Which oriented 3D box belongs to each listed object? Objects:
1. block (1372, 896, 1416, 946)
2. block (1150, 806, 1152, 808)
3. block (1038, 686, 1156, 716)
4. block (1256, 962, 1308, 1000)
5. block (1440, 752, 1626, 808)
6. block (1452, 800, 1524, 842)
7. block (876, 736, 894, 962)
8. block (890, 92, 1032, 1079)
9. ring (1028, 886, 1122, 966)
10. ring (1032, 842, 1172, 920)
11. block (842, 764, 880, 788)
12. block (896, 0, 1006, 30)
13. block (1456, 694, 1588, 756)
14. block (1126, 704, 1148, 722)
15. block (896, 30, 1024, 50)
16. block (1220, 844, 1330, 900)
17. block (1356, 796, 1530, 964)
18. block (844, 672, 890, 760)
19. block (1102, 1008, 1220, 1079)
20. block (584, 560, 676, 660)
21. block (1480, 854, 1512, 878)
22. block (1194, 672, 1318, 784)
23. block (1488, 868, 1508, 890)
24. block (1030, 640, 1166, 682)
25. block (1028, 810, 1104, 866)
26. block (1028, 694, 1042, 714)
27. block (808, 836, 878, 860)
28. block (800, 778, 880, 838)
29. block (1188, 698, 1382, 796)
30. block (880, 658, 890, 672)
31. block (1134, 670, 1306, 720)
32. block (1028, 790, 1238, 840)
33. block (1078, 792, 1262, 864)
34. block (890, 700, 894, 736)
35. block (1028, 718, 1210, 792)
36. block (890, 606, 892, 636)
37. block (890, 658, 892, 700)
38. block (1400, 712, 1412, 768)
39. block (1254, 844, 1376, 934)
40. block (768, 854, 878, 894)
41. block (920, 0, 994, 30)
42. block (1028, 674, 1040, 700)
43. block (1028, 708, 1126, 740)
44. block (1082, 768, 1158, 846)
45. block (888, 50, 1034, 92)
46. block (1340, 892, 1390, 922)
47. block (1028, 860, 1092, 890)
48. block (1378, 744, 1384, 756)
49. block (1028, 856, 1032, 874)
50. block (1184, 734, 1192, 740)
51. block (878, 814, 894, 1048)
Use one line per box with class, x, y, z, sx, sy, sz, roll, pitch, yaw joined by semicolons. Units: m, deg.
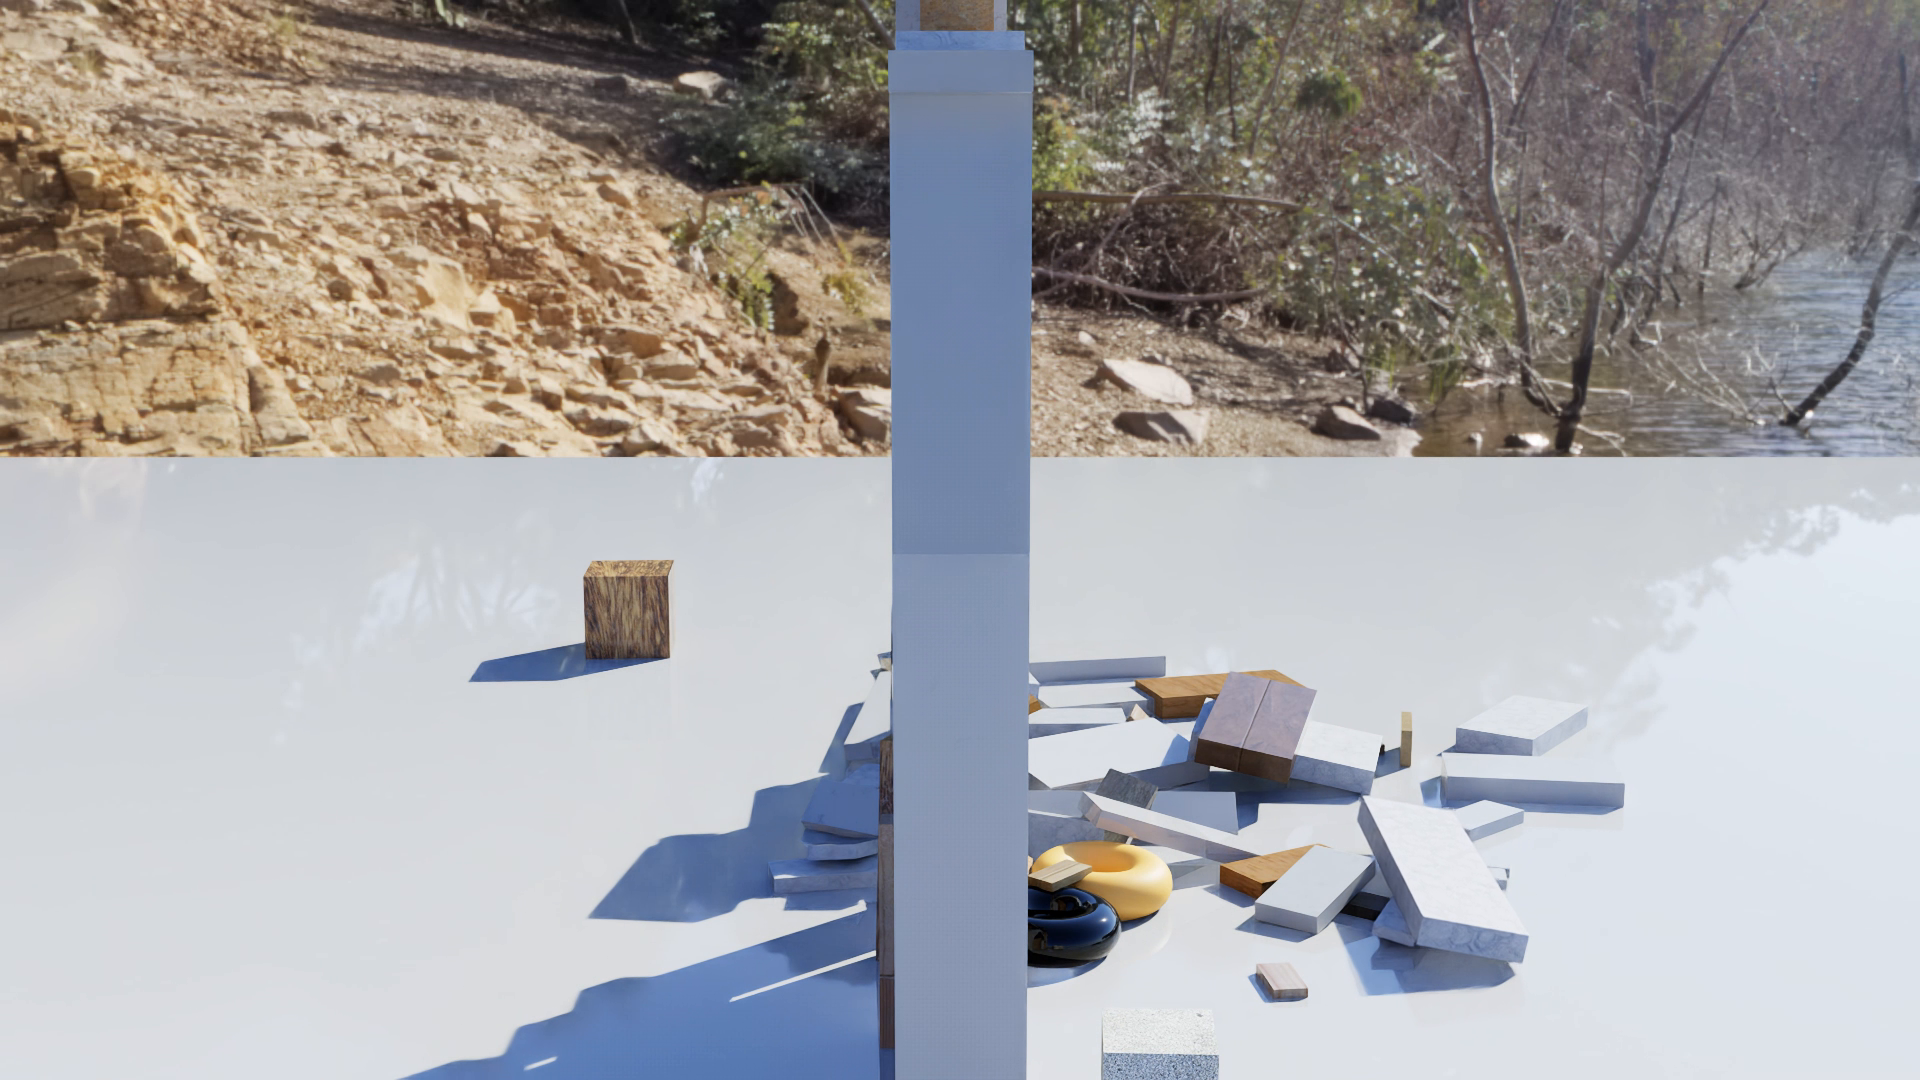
block;0.700;0.600;3.473;0.067;0.019;0.133;15;18;21
block;0.272;0.490;3.912;0.159;0.067;0.019;-23;58;-22
block;0.293;0.360;4.816;0.240;0.034;0.120;-3;11;-17
block;0.479;0.656;3.275;0.052;0.015;0.103;-1;11;-7
block;1.099;0.461;4.237;0.327;0.046;0.163;2;11;8
block;0.944;0.513;4.017;0.172;0.024;0.086;-10;14;-42
block;-0.036;0.475;3.346;0.171;0.341;0.048;3;5;15
block;0.001;0.133;2.589;0.159;1.293;0.045;0;11;0
ring;0.138;0.599;3.419;0.225;0.075;0.225;1;11;0
ring;0.232;0.560;3.618;0.235;0.078;0.235;1;11;0
block;-0.173;0.468;4.265;0.079;0.022;0.158;3;11;17
block;-0.013;-0.814;3.073;0.155;0.310;0.044;0;11;-1
block;1.180;0.392;4.610;0.163;0.046;0.327;7;13;34
block;0.380;0.382;4.660;0.014;0.050;0.101;-43;0;15
block;0.000;-0.637;2.878;0.160;0.045;0.319;0;11;0
block;0.562;0.562;3.732;0.220;0.031;0.110;-6;12;-31
block;0.781;0.547;3.610;0.163;0.046;0.595;10;11;-1
block;-0.144;0.363;4.659;0.120;0.034;0.541;-6;11;7
block;0.250;0.685;2.772;0.141;0.141;0.141;1;11;3
block;-0.806;0.168;5.385;0.203;0.203;0.203;-1;11;-3
block;0.887;0.559;3.789;0.120;0.017;0.060;3;11;17
block;0.578;0.360;4.273;0.178;0.050;0.356;12;21;13
block;0.863;0.571;3.724;0.120;0.017;0.060;2;11;10
block;0.298;0.285;5.179;0.338;0.048;0.169;-2;11;-12
block;0.157;0.519;3.790;0.184;0.092;0.026;5;3;27
block;0.097;0.370;4.634;0.144;0.020;0.072;-25;10;-5
block;-0.191;0.531;3.788;0.086;0.024;0.172;-4;-4;16
block;-0.189;0.491;3.981;0.185;0.026;0.092;6;54;31
block;0.641;0.403;4.323;0.356;0.050;0.178;12;20;12
block;-0.134;0.306;5.139;0.080;0.023;0.159;-2;11;-10
block;0.577;0.341;4.878;0.338;0.048;0.169;-3;11;-16
block;0.306;0.498;3.975;0.386;0.026;0.092;0;42;1
block;0.361;0.502;3.779;0.309;0.031;0.110;18;6;-16
block;-0.028;0.432;3.582;0.171;0.341;0.048;0;9;-3
block;0.274;0.430;4.246;0.415;0.050;0.178;-6;25;-37
block;-0.014;0.117;4.100;0.180;0.051;0.359;1;10;7
block;-0.035;0.344;4.000;0.180;0.359;0.051;1;3;6
block;0.906;0.404;4.466;0.021;0.075;0.149;2;11;11
block;0.582;0.569;3.591;0.110;0.031;0.220;9;23;34
block;-0.185;0.564;3.739;0.274;0.026;0.092;-2;11;-12
block;-0.004;-0.753;2.853;0.096;0.192;0.027;0;11;0
block;0.030;0.268;5.074;0.169;0.048;0.749;7;8;-10
block;0.229;0.389;4.658;0.240;0.034;0.120;0;11;-1
block;0.267;0.487;3.848;0.092;0.026;0.184;20;48;19
block;-0.001;-0.543;2.569;0.159;0.045;0.319;0;11;-1
block;0.677;0.598;3.574;0.133;0.019;0.067;8;13;38
block;0.159;0.536;3.516;0.052;0.015;0.103;10;15;39
block;0.797;0.419;4.531;0.075;0.021;0.149;-6;12;-29
block;0.097;0.566;3.630;0.017;0.060;0.120;28;11;-2
block;0.405;0.436;4.398;0.069;0.020;0.340;26;25;38
block;-0.029;0.542;3.038;0.162;0.324;0.046;1;11;3
